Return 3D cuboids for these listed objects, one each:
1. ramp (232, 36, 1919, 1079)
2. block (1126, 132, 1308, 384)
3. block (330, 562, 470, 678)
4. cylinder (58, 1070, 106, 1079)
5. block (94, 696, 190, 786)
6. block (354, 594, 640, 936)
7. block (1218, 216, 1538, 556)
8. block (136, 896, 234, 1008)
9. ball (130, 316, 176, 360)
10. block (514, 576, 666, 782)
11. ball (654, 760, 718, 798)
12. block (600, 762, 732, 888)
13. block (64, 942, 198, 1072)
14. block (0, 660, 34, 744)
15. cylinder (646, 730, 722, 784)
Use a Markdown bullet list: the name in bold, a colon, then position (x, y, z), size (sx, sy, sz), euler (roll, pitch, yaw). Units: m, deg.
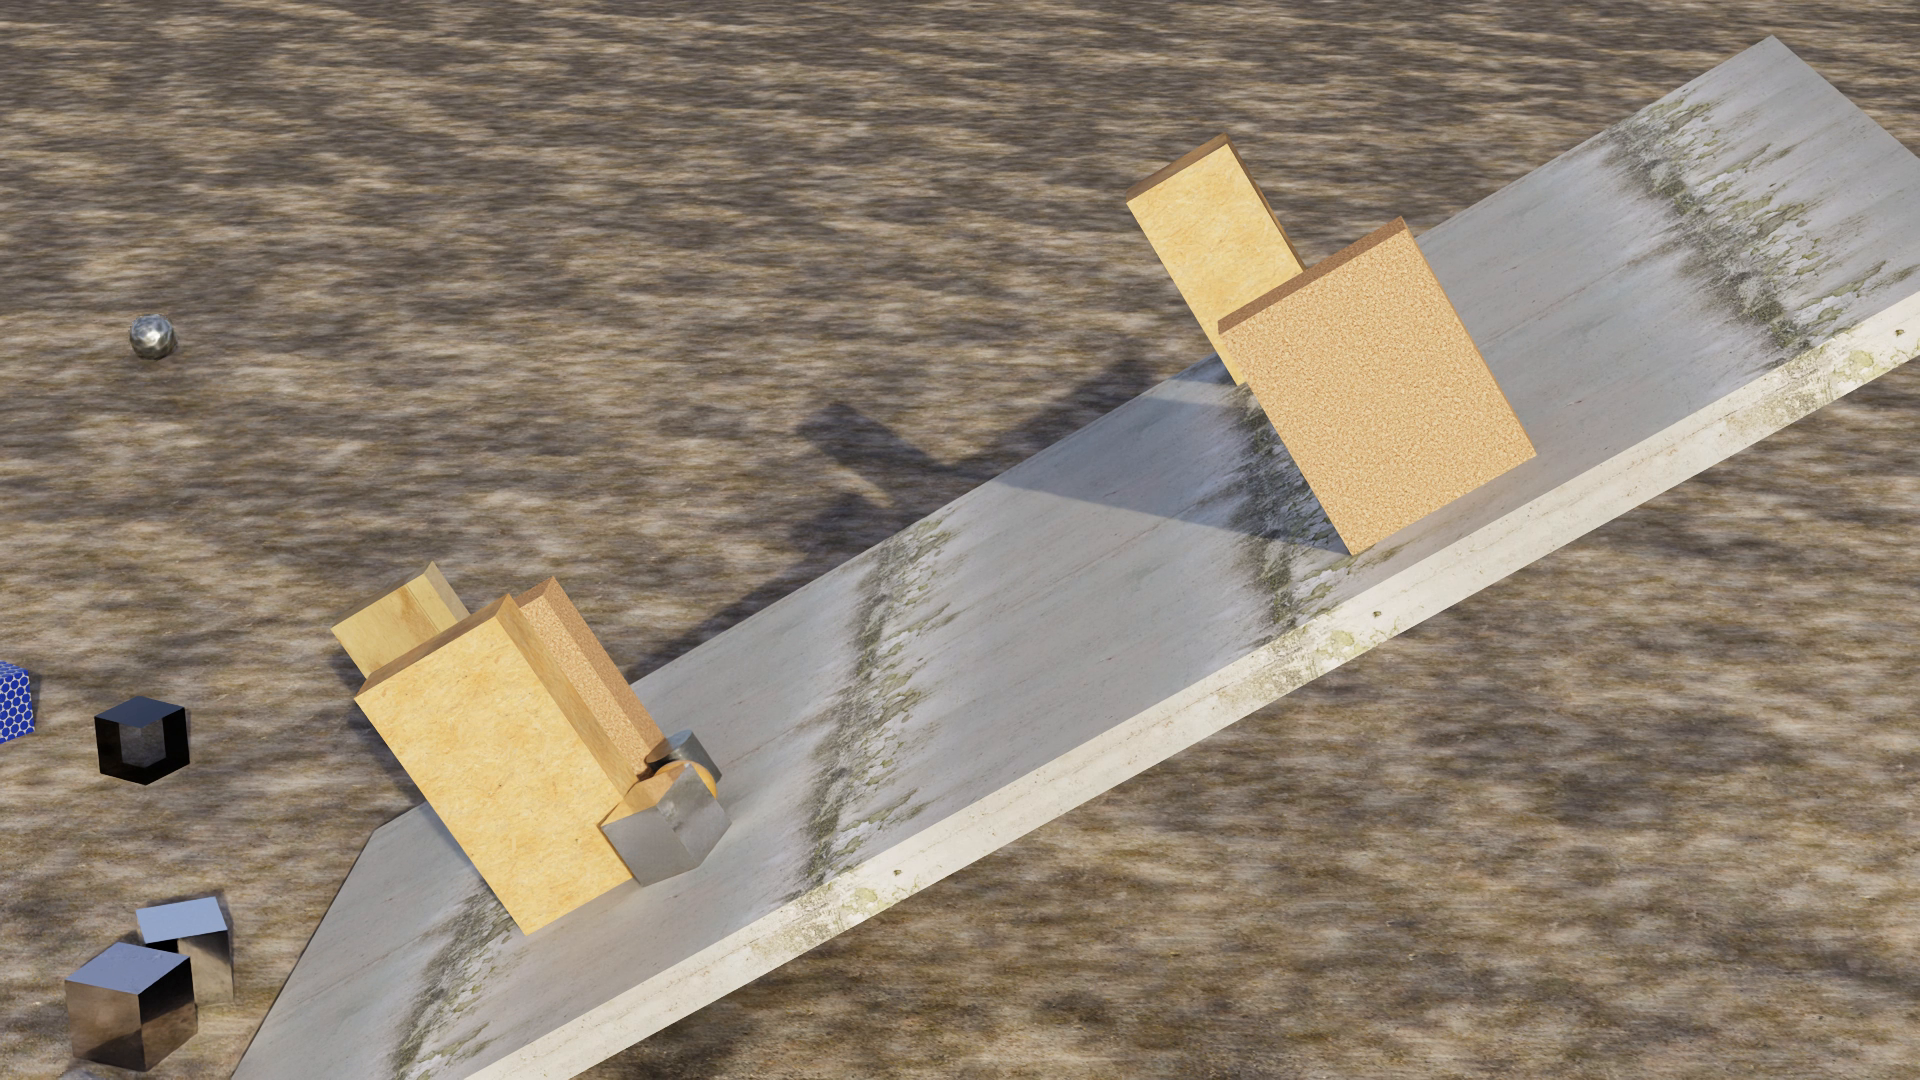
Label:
- **ramp**: position (0.141, 0.169, 6.289), size (4.000, 0.100, 2.000), euler (-29, 15, 13)
- **block**: position (0.620, -0.642, 6.714), size (0.261, 0.498, 0.141), euler (-29, 15, 13)
- **block**: position (-1.173, 0.383, 6.886), size (0.266, 0.631, 0.089), euler (-29, 15, 13)
- **cylinder**: position (-1.855, 1.239, 6.303), size (0.163, 0.163, 0.163), euler (16, 25, 38)
- **block**: position (-2.284, 0.559, 8.217), size (0.172, 0.172, 0.172), euler (11, 22, 27)
- **block**: position (-0.918, 0.469, 6.099), size (0.353, 0.623, 0.134), euler (-29, 15, 13)
- **block**: position (0.750, -0.274, 5.297), size (0.377, 0.483, 0.100), euler (-29, 15, 13)
- **block**: position (-1.842, 0.986, 6.984), size (0.187, 0.187, 0.187), euler (-8, 21, -21)
- **ball**: position (-3.336, -0.835, 12.156), size (0.183, 0.183, 0.183), euler (0, 19, 0)
- **block**: position (-0.875, 0.389, 6.430), size (0.304, 0.538, 0.121), euler (-29, 15, 13)
- **ball**: position (-0.579, 0.531, 6.144), size (0.143, 0.143, 0.143), euler (0, 19, 0)
- **block**: position (-0.597, 0.581, 5.993), size (0.158, 0.158, 0.158), euler (-23, 18, 33)
- **block**: position (-1.896, 1.068, 6.734), size (0.199, 0.199, 0.199), euler (7, 21, 20)
- **block**: position (-2.807, 0.468, 8.448), size (0.190, 0.190, 0.190), euler (14, 24, 35)
- **cylinder**: position (-0.596, 0.492, 6.354), size (0.118, 0.118, 0.118), euler (-31, 15, 9)
